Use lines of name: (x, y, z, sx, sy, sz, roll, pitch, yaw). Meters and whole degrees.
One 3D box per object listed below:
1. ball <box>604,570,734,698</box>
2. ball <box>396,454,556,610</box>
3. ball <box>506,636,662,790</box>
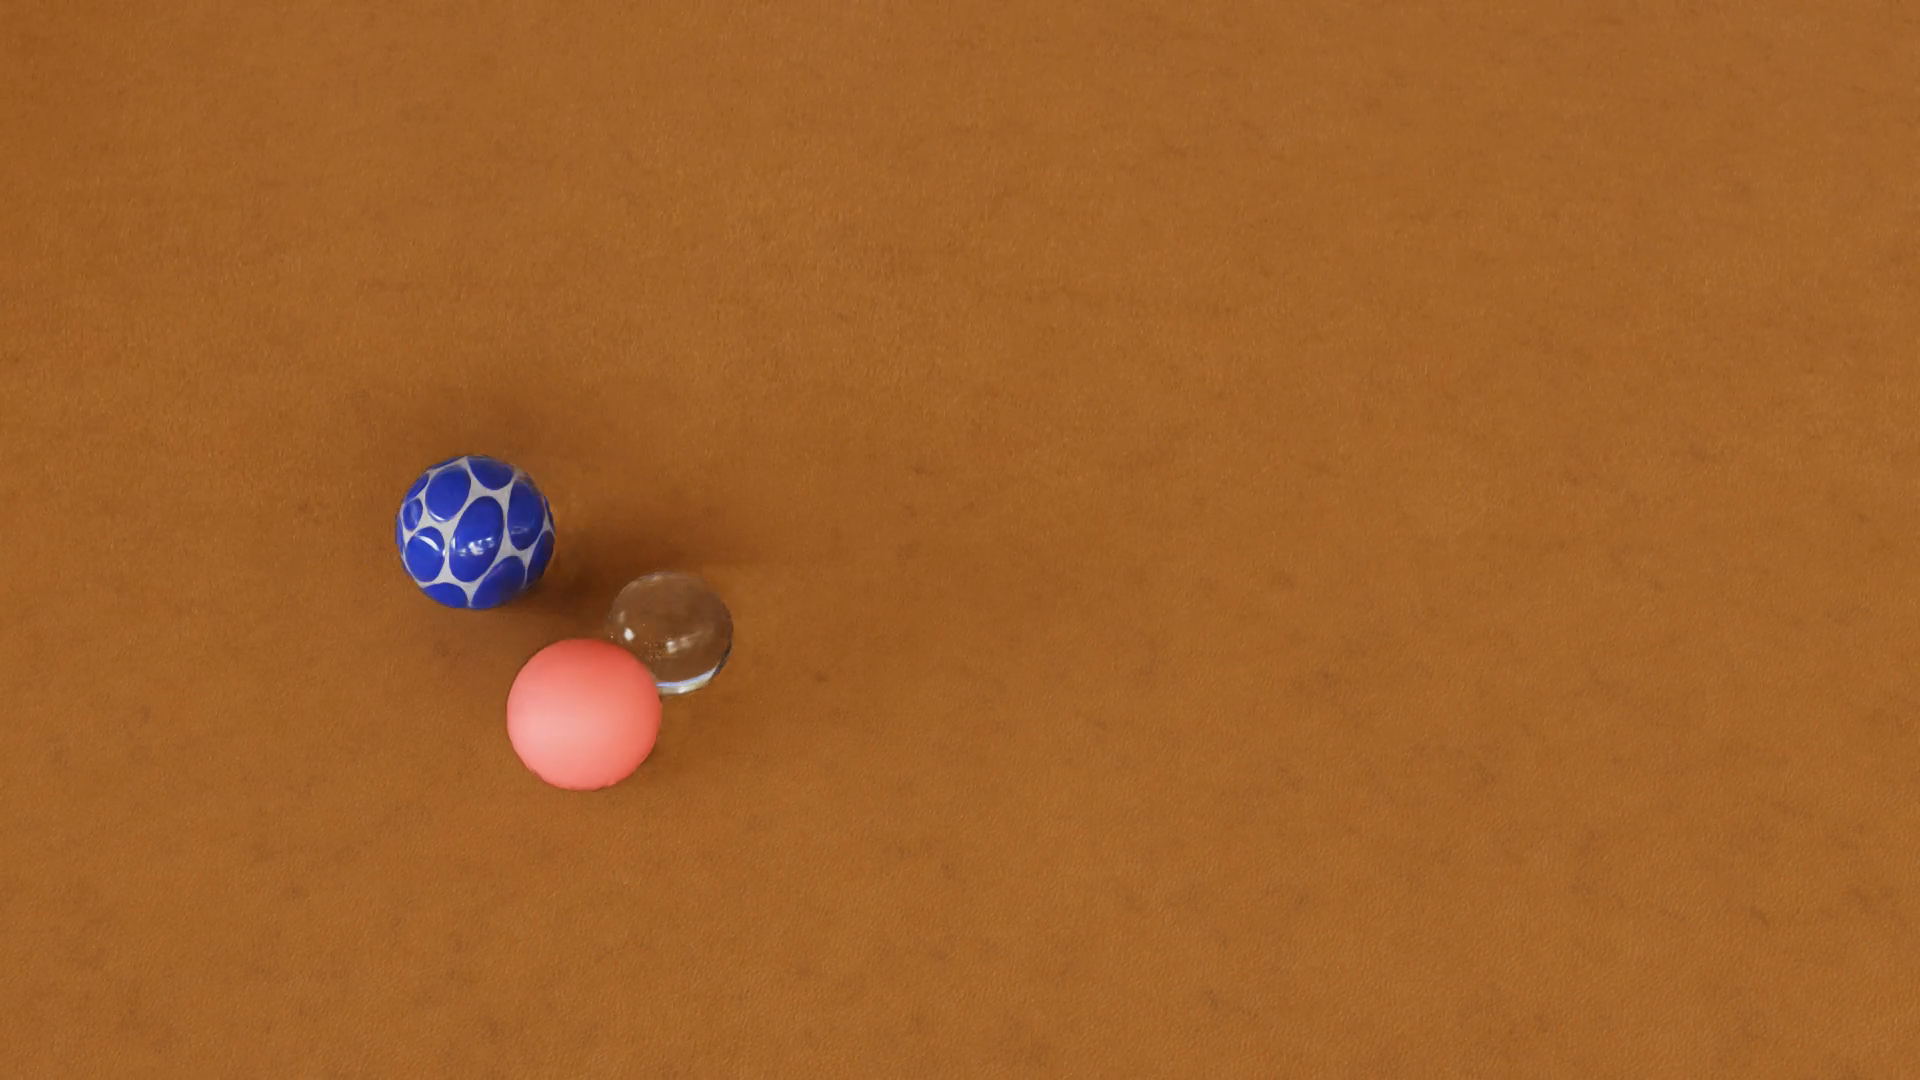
ball: (-0.163, 0.052, 1.435, 0.072, 0.072, 0.072, 0, 37, 0)
ball: (-0.282, -0.004, 1.495, 0.091, 0.091, 0.091, 0, 37, 0)
ball: (-0.201, 0.093, 1.372, 0.082, 0.082, 0.082, 0, 37, 0)
